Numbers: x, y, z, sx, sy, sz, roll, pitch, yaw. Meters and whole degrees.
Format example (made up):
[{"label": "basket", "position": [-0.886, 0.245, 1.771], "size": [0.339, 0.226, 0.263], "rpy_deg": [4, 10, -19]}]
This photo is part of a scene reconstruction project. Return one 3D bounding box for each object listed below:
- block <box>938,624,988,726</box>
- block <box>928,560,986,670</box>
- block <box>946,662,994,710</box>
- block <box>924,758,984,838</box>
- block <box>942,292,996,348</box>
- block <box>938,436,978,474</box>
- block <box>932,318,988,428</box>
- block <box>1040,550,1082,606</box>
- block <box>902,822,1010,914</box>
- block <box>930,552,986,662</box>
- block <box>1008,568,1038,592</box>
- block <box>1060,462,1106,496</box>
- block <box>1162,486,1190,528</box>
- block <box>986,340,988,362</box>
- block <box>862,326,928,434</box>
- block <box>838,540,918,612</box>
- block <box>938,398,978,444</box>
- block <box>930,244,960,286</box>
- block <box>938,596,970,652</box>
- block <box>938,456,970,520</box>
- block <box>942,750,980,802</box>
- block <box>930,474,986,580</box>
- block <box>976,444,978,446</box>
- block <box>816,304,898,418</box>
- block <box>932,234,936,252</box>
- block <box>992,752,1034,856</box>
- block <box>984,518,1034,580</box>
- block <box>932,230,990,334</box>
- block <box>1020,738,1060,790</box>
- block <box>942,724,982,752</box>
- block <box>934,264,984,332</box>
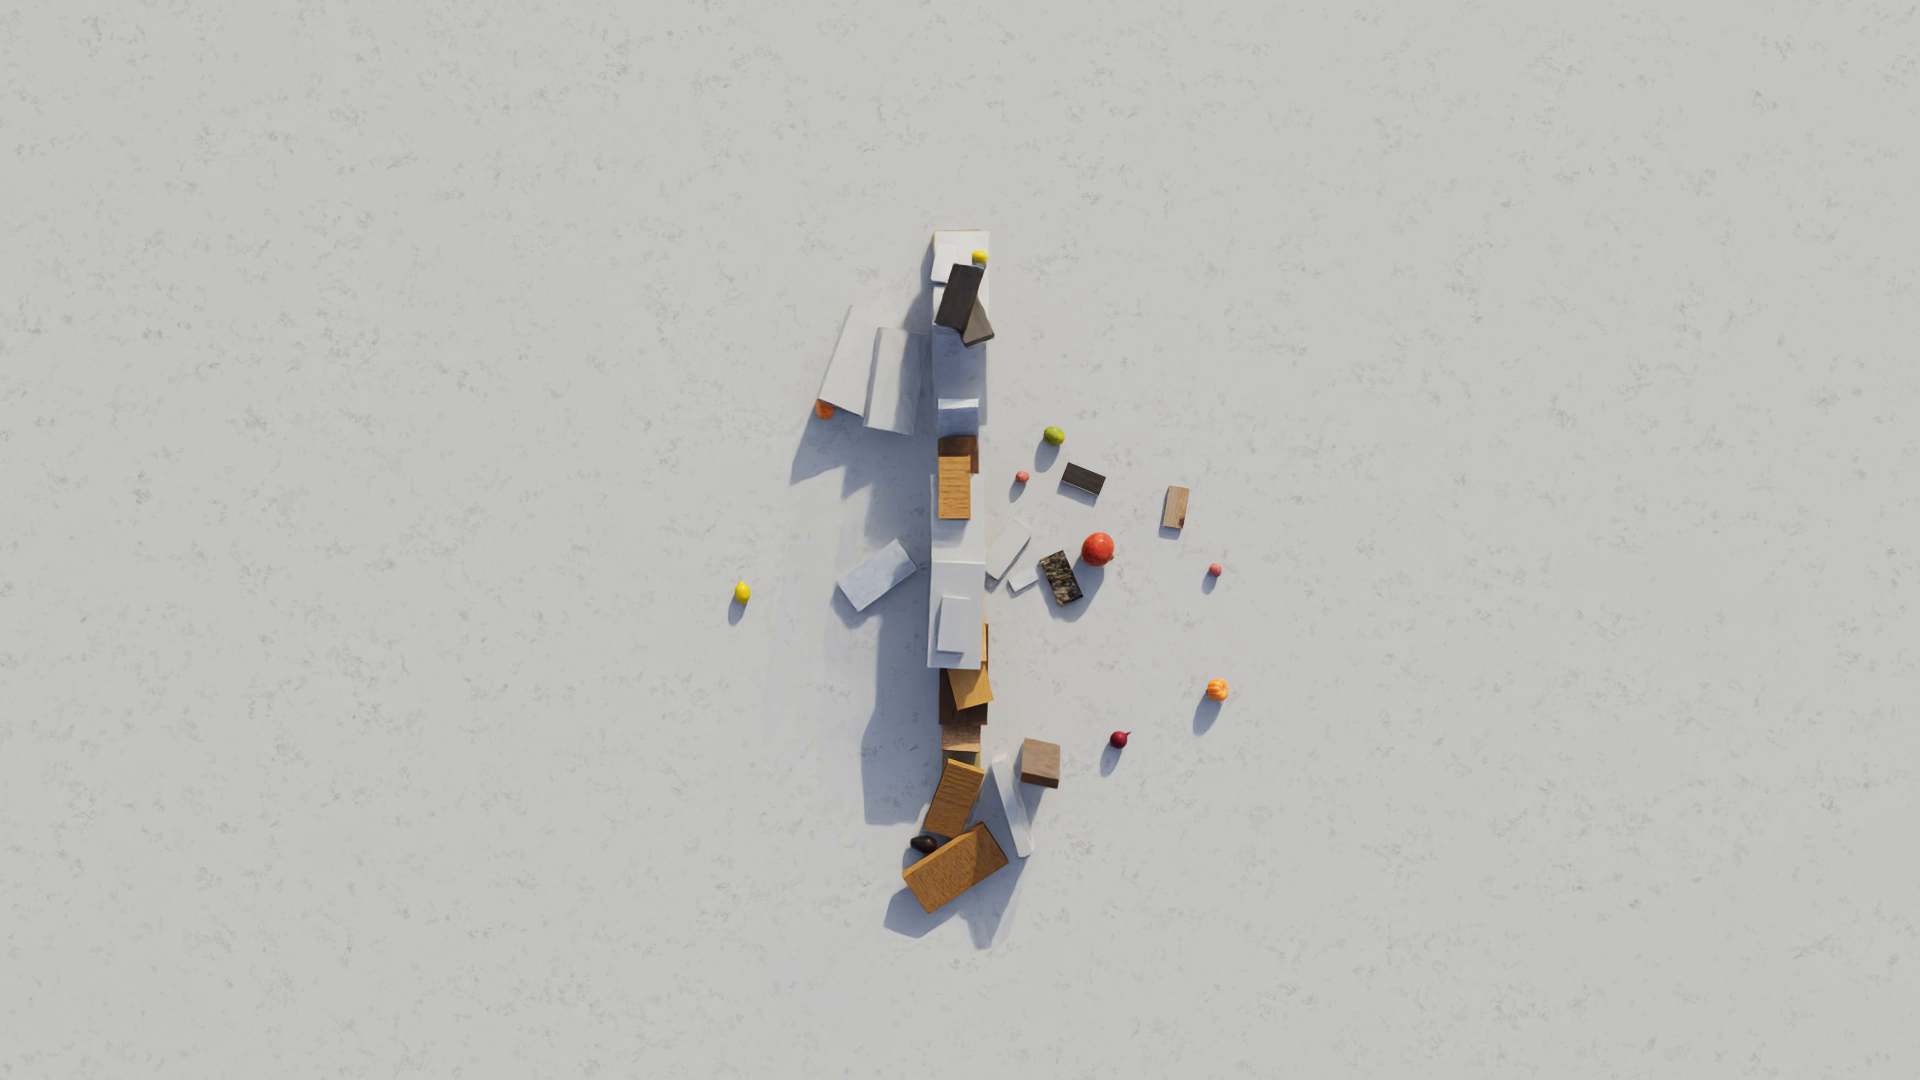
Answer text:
[{"label": "block", "position": [0.012, 0.438, 5.409], "size": [0.159, 0.045, 0.332], "rpy_deg": [1, 89, 0]}, {"label": "block", "position": [-0.012, 0.238, 5.258], "size": [0.169, 0.048, 0.338], "rpy_deg": [3, 96, 0]}, {"label": "block", "position": [0.020, 0.419, 5.370], "size": [0.122, 0.035, 0.245], "rpy_deg": [-15, 89, -1]}, {"label": "block", "position": [-0.021, 0.855, 5.441], "size": [0.126, 0.036, 0.253], "rpy_deg": [19, 107, -5]}, {"label": "block", "position": [0.027, -0.714, 5.238], "size": [0.101, 0.029, 0.203], "rpy_deg": [-20, 66, -7]}, {"label": "block", "position": [-0.003, -0.207, 5.370], "size": [0.127, 0.036, 0.255], "rpy_deg": [-3, 92, 0]}, {"label": "block", "position": [-0.001, -0.548, 5.388], "size": [0.176, 0.050, 0.351], "rpy_deg": [-1, 107, 0]}, {"label": "block", "position": [0.337, 0.127, 5.488], "size": [0.085, 0.024, 0.170], "rpy_deg": [-23, 90, 0]}, {"label": "block", "position": [-0.016, 1.084, 5.458], "size": [0.318, 0.045, 0.159], "rpy_deg": [-33, 105, 0]}, {"label": "block", "position": [-0.005, 0.217, 5.336], "size": [0.169, 0.048, 0.355], "rpy_deg": [-2, 85, 0]}, {"label": "block", "position": [0.212, 0.130, 5.493], "size": [0.093, 0.013, 0.046], "rpy_deg": [-29, 90, 0]}, {"label": "block", "position": [0.410, -0.203, 5.490], "size": [0.136, 0.019, 0.068], "rpy_deg": [22, 90, 0]}, {"label": "block", "position": [0.719, -0.109, 5.490], "size": [0.068, 0.019, 0.136], "rpy_deg": [10, 90, 0]}, {"label": "block", "position": [0.003, -0.766, 5.428], "size": [0.176, 0.050, 0.351], "rpy_deg": [-1, 90, 0]}, {"label": "block", "position": [-0.214, -0.524, 5.442], "size": [0.165, 0.047, 0.329], "rpy_deg": [9, 90, -27]}, {"label": "block", "position": [-0.274, 0.118, 5.483], "size": [0.245, 0.035, 0.122], "rpy_deg": [-36, 90, 0]}, {"label": "block", "position": [-0.003, -0.366, 5.384], "size": [0.127, 0.255, 0.036], "rpy_deg": [-2, 57, 0]}, {"label": "block", "position": [-0.049, -0.887, 5.319], "size": [0.068, 0.019, 0.136], "rpy_deg": [10, 69, 4]}, {"label": "block", "position": [-0.021, 0.266, 5.224], "size": [0.085, 0.024, 0.170], "rpy_deg": [6, 96, -1]}, {"label": "block", "position": [-0.017, -0.166, 5.280], "size": [0.101, 0.029, 0.203], "rpy_deg": [-1, 79, 0]}, {"label": "block", "position": [0.004, 0.743, 5.482], "size": [0.126, 0.036, 0.253], "rpy_deg": [1, 90, 0]}, {"label": "block", "position": [-0.007, -0.041, 5.311], "size": [0.169, 0.048, 0.338], "rpy_deg": [-1, 85, 0]}, {"label": "block", "position": [-0.001, -0.187, 5.447], "size": [0.127, 0.036, 0.255], "rpy_deg": [-2, 106, 0]}, {"label": "block", "position": [-0.341, -0.589, 5.435], "size": [0.165, 0.047, 0.329], "rpy_deg": [21, 84, -20]}, {"label": "block", "position": [0.001, -0.850, 5.477], "size": [0.165, 0.047, 0.329], "rpy_deg": [-4, 90, 0]}, {"label": "block", "position": [0.175, 0.867, 5.419], "size": [0.045, 0.159, 0.318], "rpy_deg": [-17, 90, 6]}, {"label": "block", "position": [0.150, 0.029, 5.488], "size": [0.085, 0.024, 0.196], "rpy_deg": [37, 90, 0]}, {"label": "block", "position": [0.005, -0.834, 5.334], "size": [0.176, 0.050, 0.351], "rpy_deg": [1, 68, 1]}, {"label": "block", "position": [0.263, 0.727, 5.379], "size": [0.122, 0.245, 0.035], "rpy_deg": [12, 110, 0]}, {"label": "block", "position": [0.010, 0.571, 5.456], "size": [0.126, 0.036, 0.253], "rpy_deg": [4, 78, 1]}, {"label": "block", "position": [-0.002, -0.766, 5.204], "size": [0.101, 0.029, 0.203], "rpy_deg": [15, 85, 30]}]
